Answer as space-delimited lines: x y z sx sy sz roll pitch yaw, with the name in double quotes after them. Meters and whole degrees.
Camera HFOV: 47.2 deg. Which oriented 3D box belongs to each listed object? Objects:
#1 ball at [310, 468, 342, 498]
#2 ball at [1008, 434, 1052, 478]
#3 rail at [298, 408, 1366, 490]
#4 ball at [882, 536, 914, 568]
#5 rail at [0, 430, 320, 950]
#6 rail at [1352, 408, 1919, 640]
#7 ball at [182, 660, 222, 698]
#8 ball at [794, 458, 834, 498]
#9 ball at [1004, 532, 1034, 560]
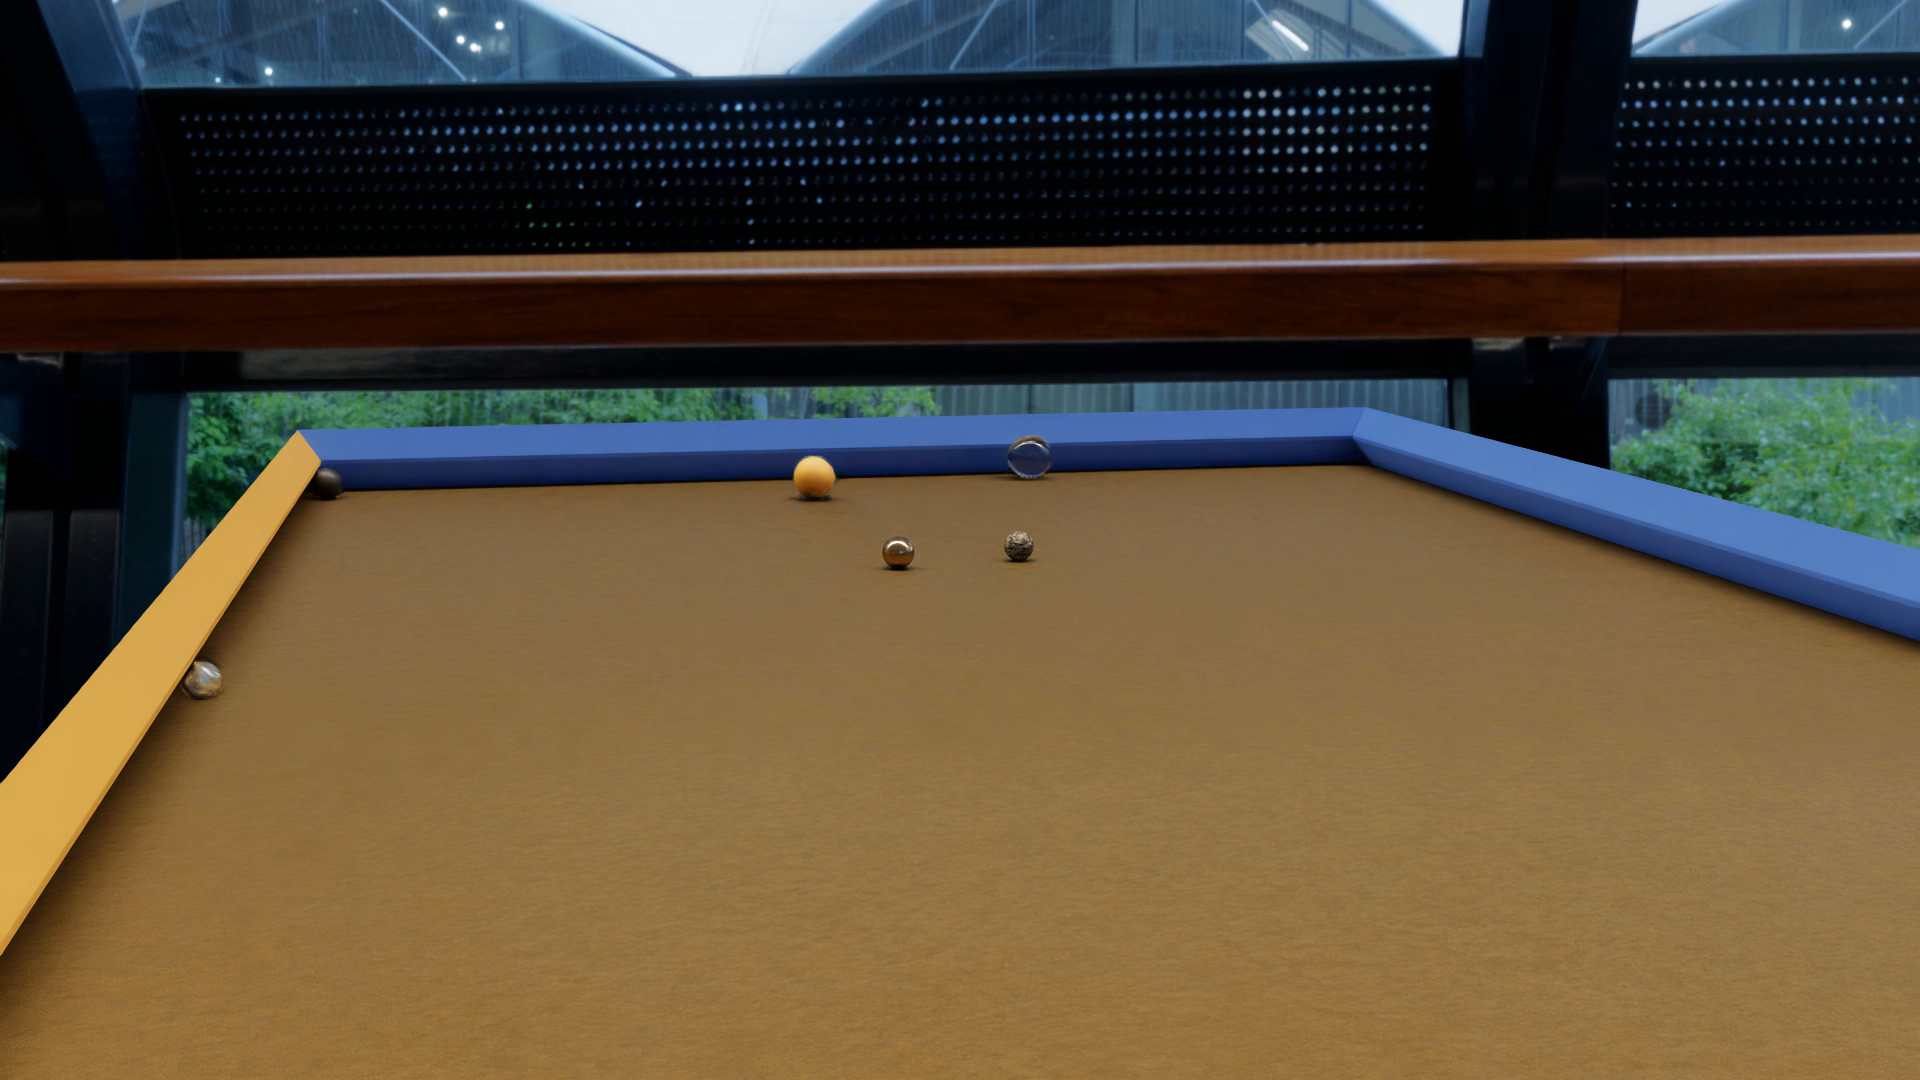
-1.178 -0.105 4.090 0.057 0.057 0.057 0 9 0 "ball"
0.139 -0.166 4.370 0.088 0.088 0.088 0 9 0 "ball"
-0.201 -0.184 4.392 2.162 0.114 0.045 -2 9 -11 "rail"
-0.094 0.019 3.346 0.049 0.049 0.049 0 9 0 "ball"
-0.830 0.166 2.223 0.045 0.114 4.098 -2 9 -11 "rail"
1.242 0.099 2.643 0.045 0.114 4.098 -2 9 -11 "rail"
-0.862 0.159 2.500 0.043 0.043 0.043 0 9 0 "ball"
-0.271 -0.116 4.095 0.077 0.077 0.077 0 9 0 "ball"
0.092 0.009 3.418 0.046 0.046 0.046 0 9 0 "ball"
